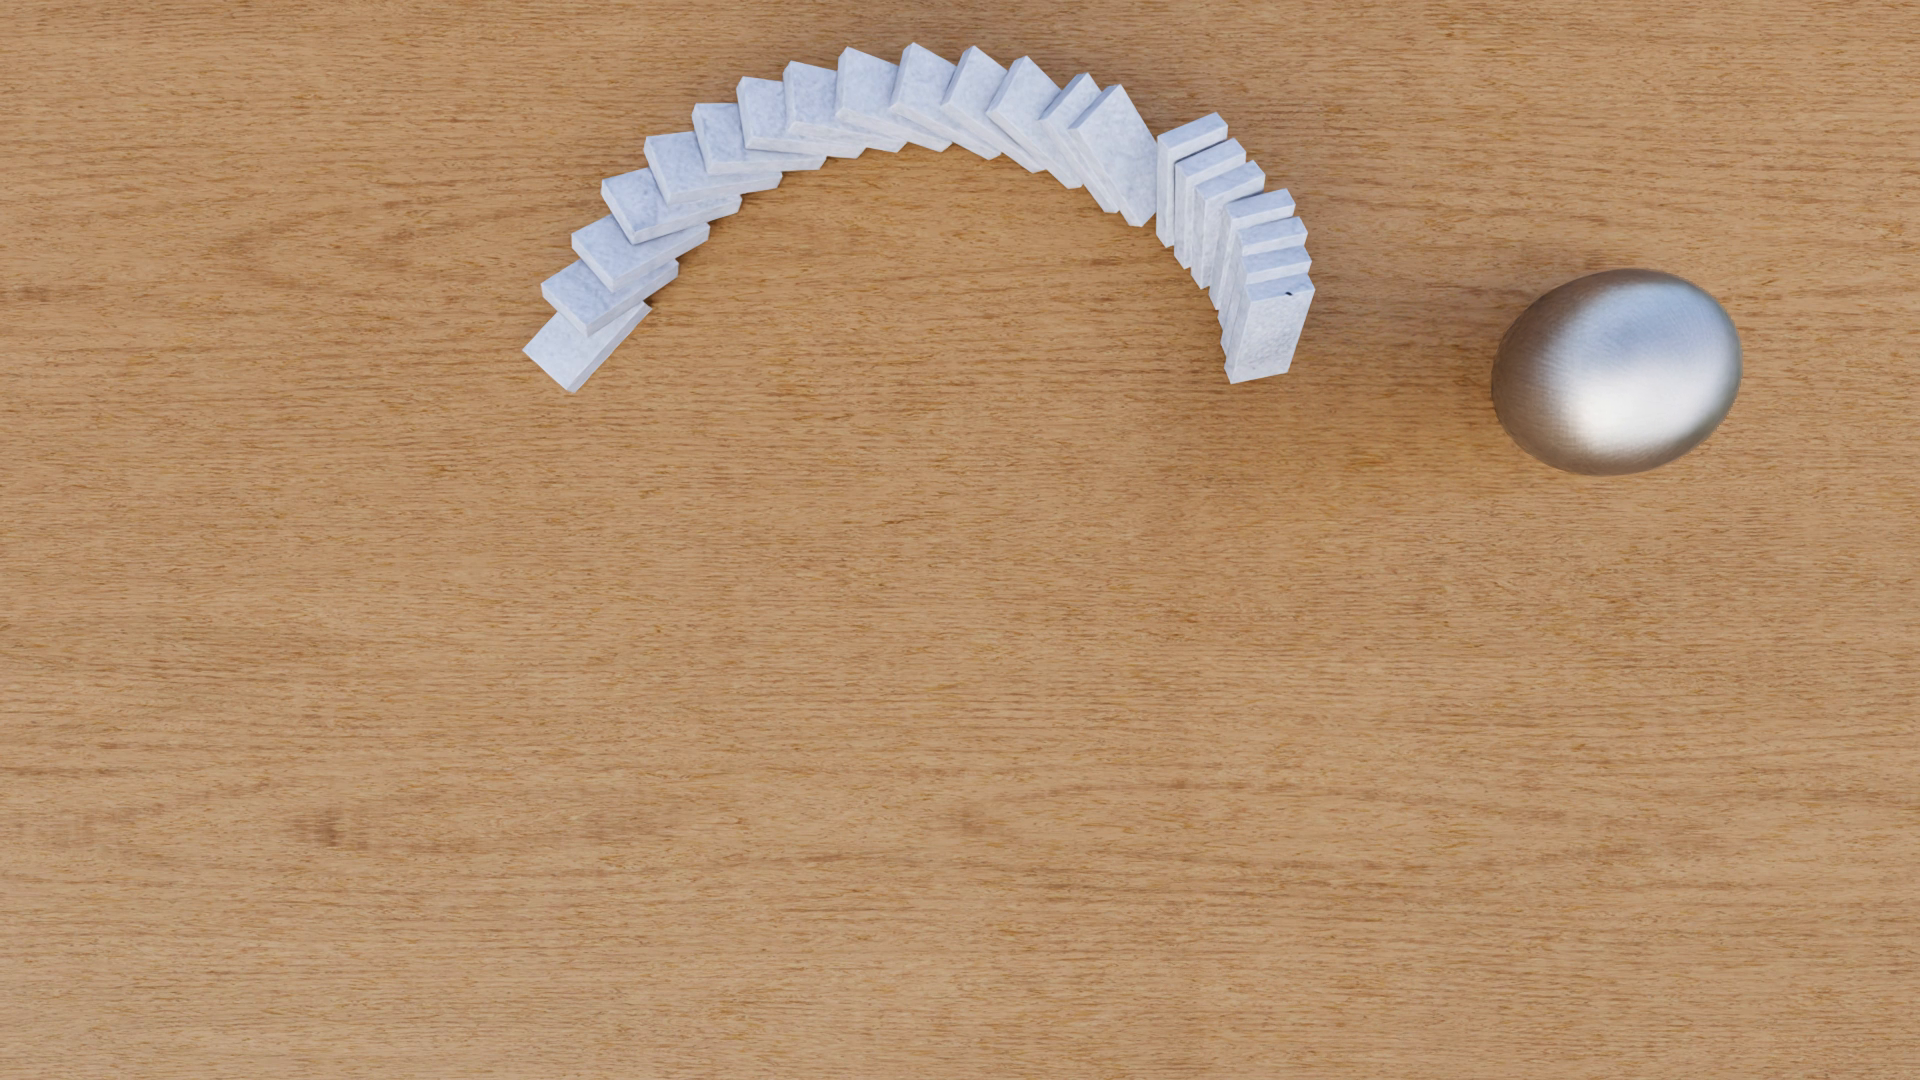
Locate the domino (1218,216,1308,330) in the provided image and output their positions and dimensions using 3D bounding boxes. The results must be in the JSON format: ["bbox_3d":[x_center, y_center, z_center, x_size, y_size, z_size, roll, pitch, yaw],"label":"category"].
[{"bbox_3d":[0.123,-0.107,0.376,0.025,0.050,0.010,-12,61,0],"label":"domino"}]

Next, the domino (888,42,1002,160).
[{"bbox_3d":[-0.003,-0.183,0.384,0.050,0.010,0.025,15,90,-29],"label":"domino"}]

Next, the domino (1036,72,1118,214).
[{"bbox_3d":[0.057,-0.165,0.383,0.025,0.010,0.050,-49,121,0],"label":"domino"}]

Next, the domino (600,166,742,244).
[{"bbox_3d":[-0.120,-0.144,0.383,0.050,0.010,0.025,-31,88,-30],"label":"domino"}]

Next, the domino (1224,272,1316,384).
[{"bbox_3d":[0.126,-0.086,0.376,0.025,0.050,0.009,-12,61,0],"label":"domino"}]

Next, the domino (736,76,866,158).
[{"bbox_3d":[-0.066,-0.176,0.383,0.050,0.010,0.025,-8,88,-31],"label":"domino"}]

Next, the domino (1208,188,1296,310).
[{"bbox_3d":[0.119,-0.118,0.376,0.025,0.050,0.009,-14,61,0],"label":"domino"}]

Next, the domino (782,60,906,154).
[{"bbox_3d":[-0.048,-0.180,0.383,0.050,0.010,0.025,-3,86,-30],"label":"domino"}]

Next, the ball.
[{"bbox_3d":[0.255,-0.065,0.360,0.080,0.080,0.080,0,90,0],"label":"ball"}]

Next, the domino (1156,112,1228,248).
[{"bbox_3d":[0.094,-0.146,0.376,0.025,0.050,0.010,-23,59,-2],"label":"domino"}]

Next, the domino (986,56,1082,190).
[{"bbox_3d":[0.037,-0.173,0.383,0.050,0.009,0.025,29,89,-32],"label":"domino"}]

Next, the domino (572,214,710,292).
[{"bbox_3d":[-0.133,-0.127,0.384,0.025,0.010,0.050,48,62,0],"label":"domino"}]

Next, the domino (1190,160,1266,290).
[{"bbox_3d":[0.109,-0.128,0.376,0.025,0.050,0.009,-24,61,0],"label":"domino"}]

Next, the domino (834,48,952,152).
[{"bbox_3d":[-0.027,-0.183,0.383,0.050,0.009,0.025,5,87,-30],"label":"domino"}]

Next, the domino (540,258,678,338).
[{"bbox_3d":[-0.146,-0.109,0.384,0.025,0.009,0.050,43,62,0],"label":"domino"}]

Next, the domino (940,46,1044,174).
[{"bbox_3d":[0.019,-0.179,0.384,0.050,0.010,0.025,23,90,-29],"label":"domino"}]

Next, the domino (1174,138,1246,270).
[{"bbox_3d":[0.102,-0.137,0.376,0.025,0.050,0.009,-24,61,0],"label":"domino"}]

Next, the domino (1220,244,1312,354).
[{"bbox_3d":[0.124,-0.097,0.376,0.025,0.050,0.010,-11,61,0],"label":"domino"}]

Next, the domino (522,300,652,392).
[{"bbox_3d":[-0.161,-0.091,0.395,0.025,0.009,0.050,43,90,0],"label":"domino"}]

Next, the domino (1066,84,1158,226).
[{"bbox_3d":[0.069,-0.158,0.380,0.025,0.010,0.050,-47,121,-1],"label":"domino"}]

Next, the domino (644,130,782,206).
[{"bbox_3d":[-0.103,-0.158,0.384,0.050,0.009,0.025,-22,89,-29],"label":"domino"}]

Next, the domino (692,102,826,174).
[{"bbox_3d":[-0.084,-0.169,0.384,0.050,0.009,0.025,-15,90,-29],"label":"domino"}]
